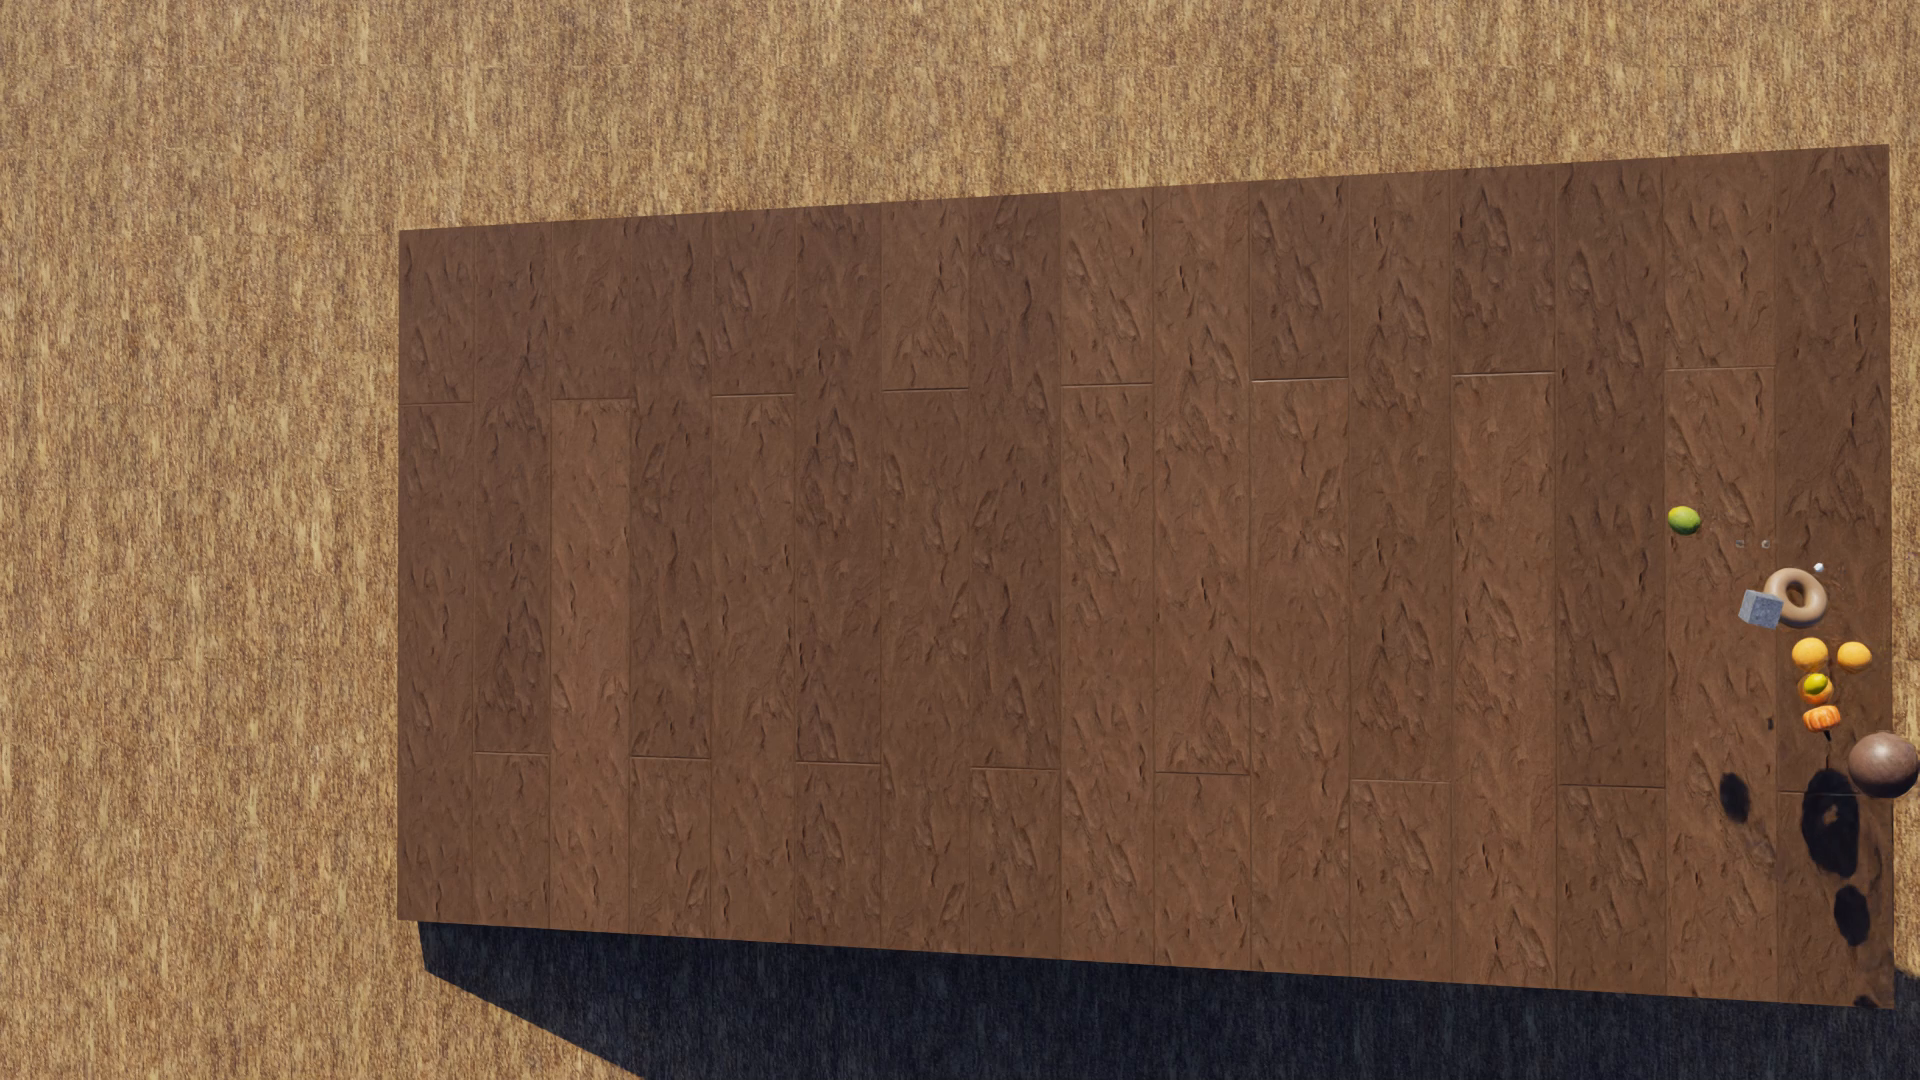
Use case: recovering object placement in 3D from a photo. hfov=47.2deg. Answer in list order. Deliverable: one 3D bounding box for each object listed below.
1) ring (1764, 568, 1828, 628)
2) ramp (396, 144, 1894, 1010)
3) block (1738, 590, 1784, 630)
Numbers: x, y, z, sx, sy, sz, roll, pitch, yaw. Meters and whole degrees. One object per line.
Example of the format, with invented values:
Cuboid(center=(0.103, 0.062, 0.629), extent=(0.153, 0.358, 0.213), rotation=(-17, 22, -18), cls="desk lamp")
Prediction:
Cuboid(center=(1.836, 0.128, 4.831), extent=(0.144, 0.048, 0.144), rotation=(5, 63, -9), cls="ring")
Cuboid(center=(0.278, 0.091, 5.778), extent=(4.000, 0.100, 2.000), rotation=(0, 89, 19), cls="ramp")
Cuboid(center=(1.626, 0.140, 4.462), extent=(0.059, 0.059, 0.059), rotation=(12, 102, -2), cls="block")
